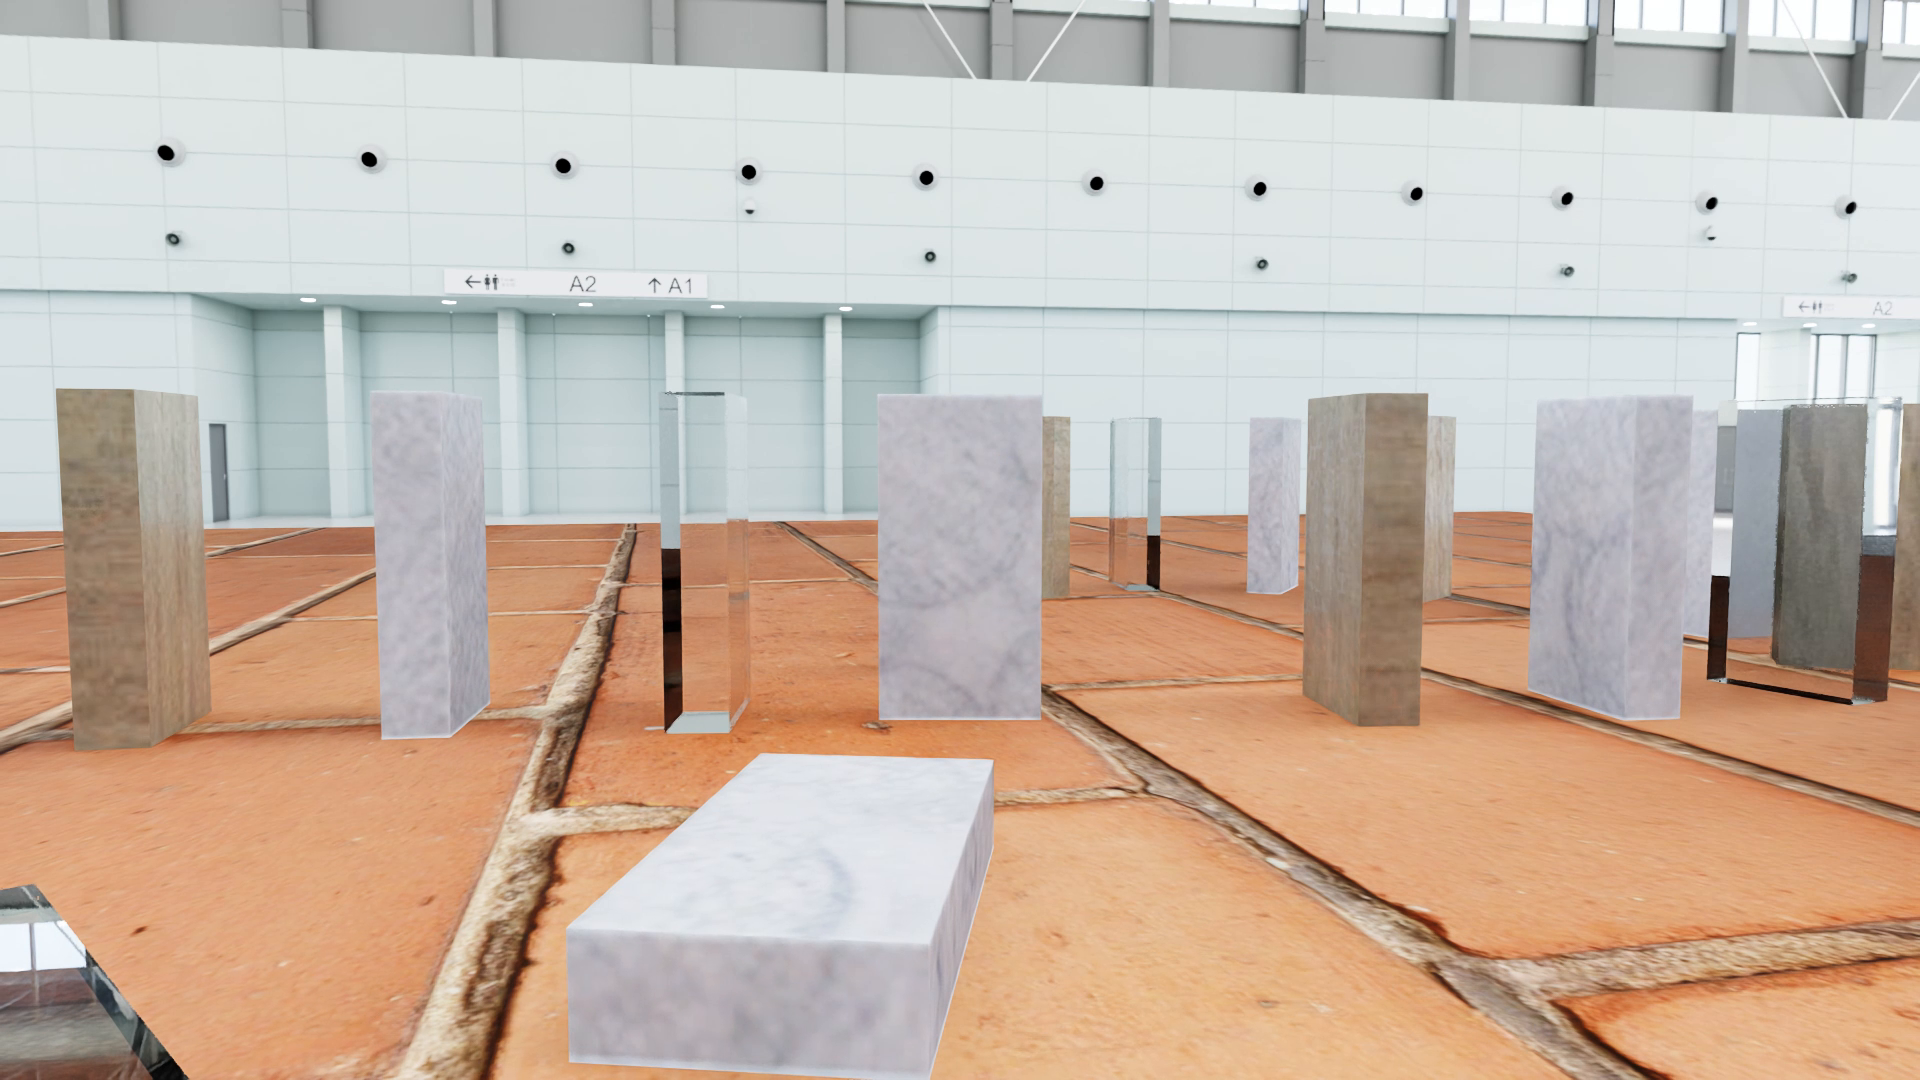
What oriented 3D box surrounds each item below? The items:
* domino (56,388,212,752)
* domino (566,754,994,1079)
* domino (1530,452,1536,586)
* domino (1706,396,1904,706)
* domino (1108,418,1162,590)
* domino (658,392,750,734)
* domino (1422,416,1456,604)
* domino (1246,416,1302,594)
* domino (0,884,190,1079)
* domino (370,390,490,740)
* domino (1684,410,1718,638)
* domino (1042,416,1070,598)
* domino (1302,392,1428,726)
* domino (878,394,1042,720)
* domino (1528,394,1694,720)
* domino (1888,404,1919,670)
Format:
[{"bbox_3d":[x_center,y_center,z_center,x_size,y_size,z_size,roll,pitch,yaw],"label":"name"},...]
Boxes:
[{"bbox_3d":[-0.121,0.003,0.189,0.010,0.050,0.025,-1,4,-13],"label":"domino"},{"bbox_3d":[-0.012,0.030,0.111,0.025,0.009,0.050,0,4,6],"label":"domino"},{"bbox_3d":[0.155,-0.007,0.322,0.025,0.050,0.010,-3,5,-38],"label":"domino"},{"bbox_3d":[0.144,0.001,0.220,0.009,0.050,0.025,-2,5,-25],"label":"domino"},{"bbox_3d":[0.052,-0.011,0.383,0.009,0.050,0.025,0,4,-6],"label":"domino"},{"bbox_3d":[-0.039,0.003,0.199,0.010,0.050,0.025,0,4,-2],"label":"domino"},{"bbox_3d":[0.126,-0.009,0.352,0.009,0.050,0.025,4,6,39],"label":"domino"},{"bbox_3d":[0.092,-0.011,0.374,0.009,0.050,0.025,2,5,26],"label":"domino"},{"bbox_3d":[-0.061,0.033,0.070,0.025,0.009,0.050,-4,6,-45],"label":"domino"},{"bbox_3d":[-0.080,0.003,0.196,0.009,0.050,0.025,-1,4,-7],"label":"domino"},{"bbox_3d":[0.175,-0.004,0.287,0.025,0.050,0.009,-1,4,-18],"label":"domino"},{"bbox_3d":[0.018,-0.010,0.362,0.025,0.050,0.009,3,5,33],"label":"domino"},{"bbox_3d":[0.064,0.002,0.204,0.009,0.050,0.025,0,4,-4],"label":"domino"},{"bbox_3d":[0.000,0.002,0.201,0.025,0.050,0.009,0,4,0],"label":"domino"},{"bbox_3d":[0.105,0.002,0.208,0.009,0.050,0.025,-1,4,-9],"label":"domino"},{"bbox_3d":[0.175,-0.001,0.246,0.025,0.050,0.010,2,5,25],"label":"domino"}]
